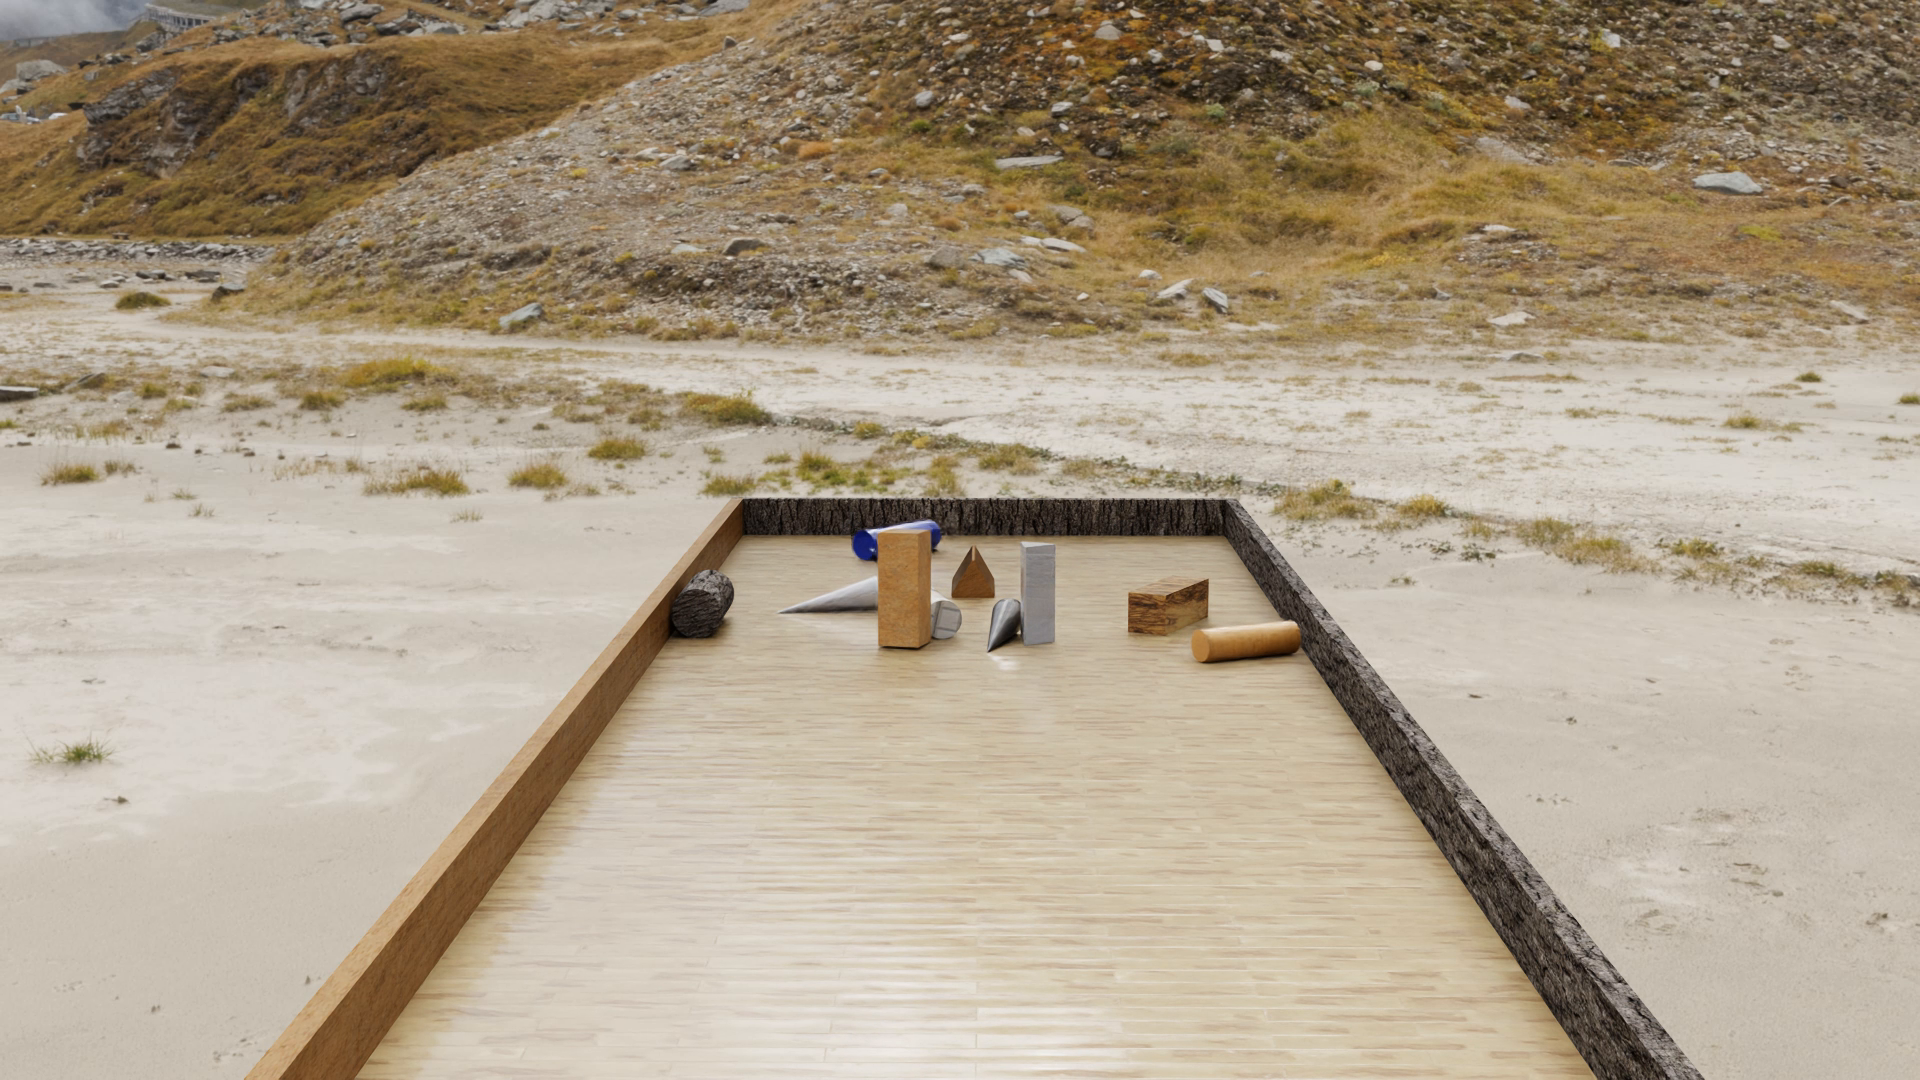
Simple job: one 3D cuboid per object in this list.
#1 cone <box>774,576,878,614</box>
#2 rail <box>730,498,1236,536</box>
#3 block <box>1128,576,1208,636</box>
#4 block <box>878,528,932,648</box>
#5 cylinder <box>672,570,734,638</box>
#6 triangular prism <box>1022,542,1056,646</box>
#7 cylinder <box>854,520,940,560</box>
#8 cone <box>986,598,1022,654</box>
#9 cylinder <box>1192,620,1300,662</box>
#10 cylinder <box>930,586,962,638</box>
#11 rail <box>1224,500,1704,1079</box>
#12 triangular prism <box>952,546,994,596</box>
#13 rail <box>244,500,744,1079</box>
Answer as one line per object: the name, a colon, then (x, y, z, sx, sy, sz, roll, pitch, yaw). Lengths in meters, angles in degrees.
cone: (-0.456, 0.214, 7.476, 0.367, 0.114, 0.114, -11, 11, -11)
rail: (0.099, -0.098, 9.147, 2.100, 0.150, 0.050, 0, 9, 1)
block: (0.689, 0.213, 7.246, 0.131, 0.131, 0.361, 5, 10, 28)
block: (-0.174, 0.149, 6.904, 0.132, 0.356, 0.132, 2, 6, 16)
cylinder: (-0.839, 0.207, 7.196, 0.160, 0.160, 0.362, 0, 9, 1)
triangular prism: (0.224, 0.166, 6.962, 0.118, 0.312, 0.102, -6, 10, -33)
cylinder: (-0.246, -0.001, 8.649, 0.114, 0.114, 0.380, 8, 12, 41)
cone: (0.122, 0.297, 6.947, 0.120, 0.120, 0.328, 2, 20, 14)
cylinder: (0.877, 0.309, 6.732, 0.329, 0.102, 0.102, -4, 10, -25)
cylinder: (-0.092, 0.230, 7.159, 0.125, 0.125, 0.314, -2, 9, -14)
rail: (1.046, 0.843, 3.208, 0.050, 0.150, 12.000, 0, 9, 1)
triangular prism: (0.048, 0.108, 7.888, 0.150, 0.130, 0.345, 0, 9, 1)
rail: (-1.004, 0.839, 3.234, 0.050, 0.150, 12.000, 0, 9, 1)
